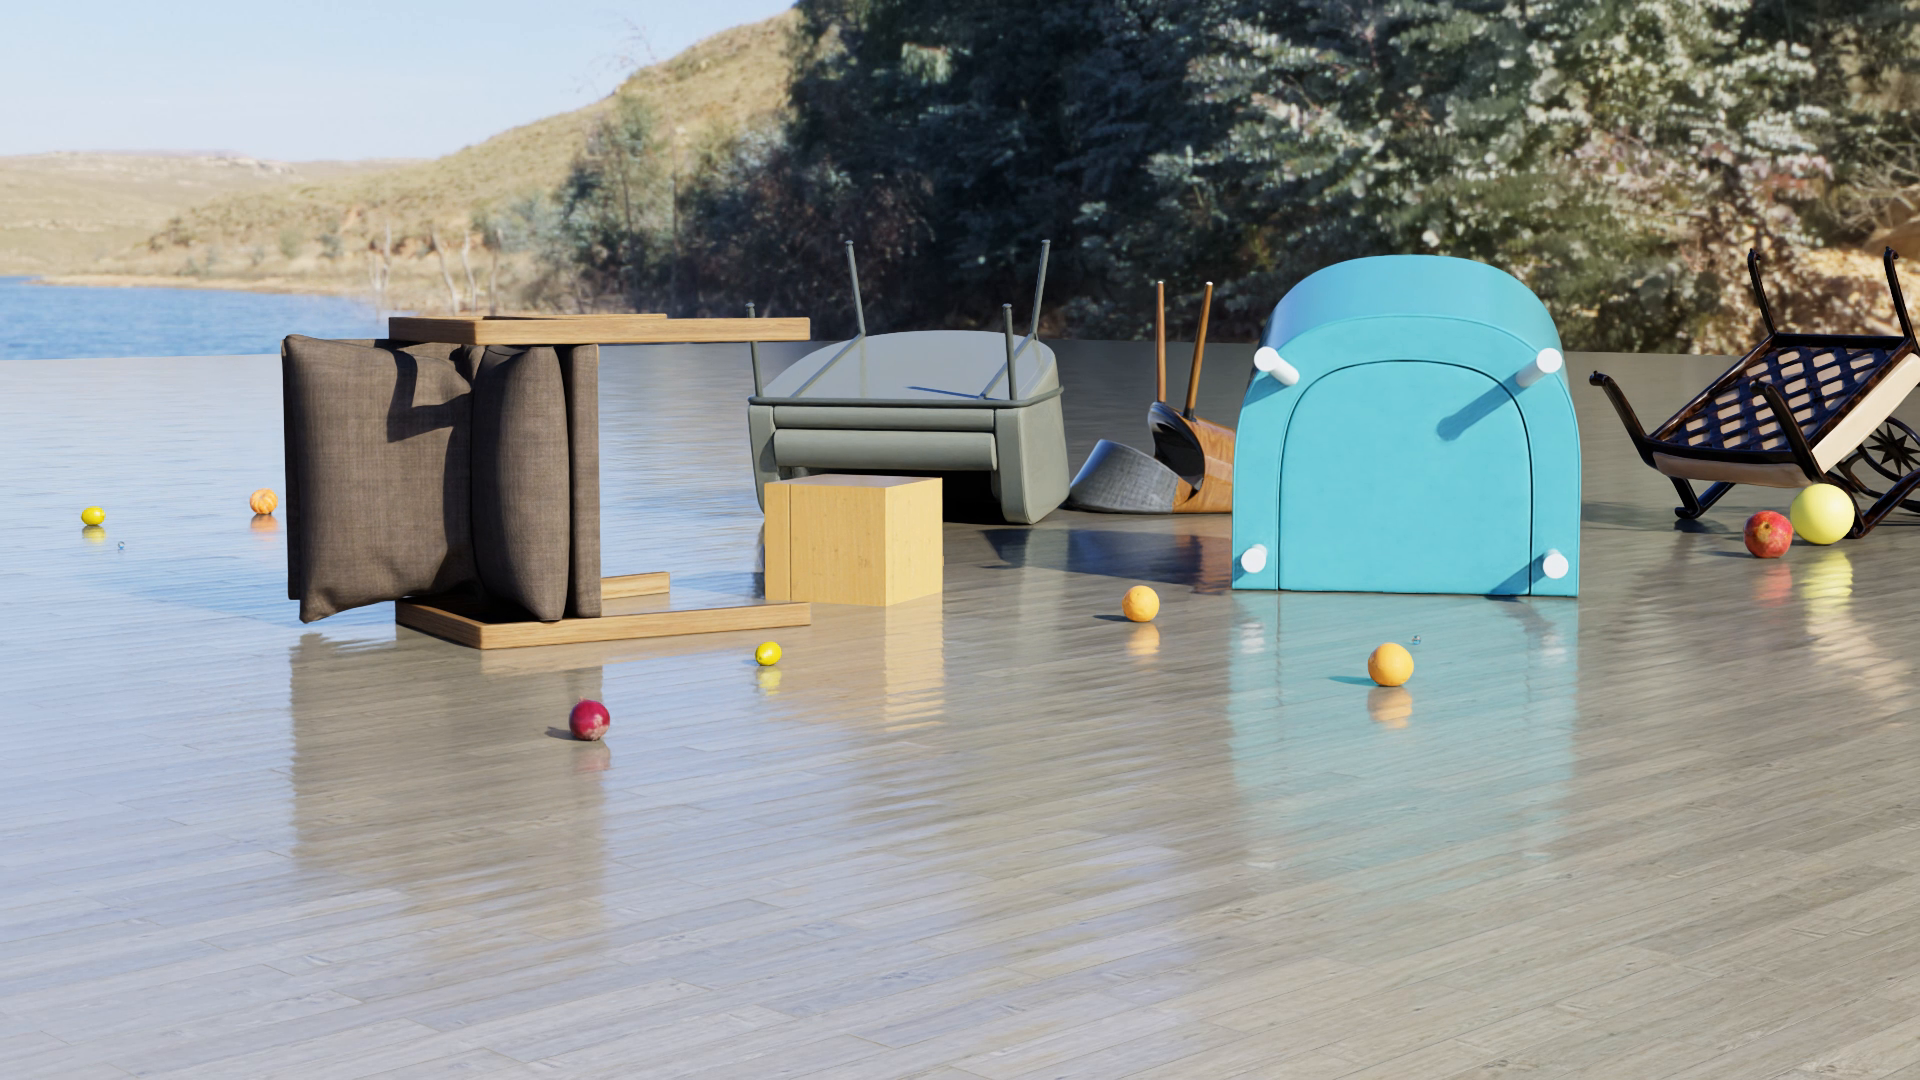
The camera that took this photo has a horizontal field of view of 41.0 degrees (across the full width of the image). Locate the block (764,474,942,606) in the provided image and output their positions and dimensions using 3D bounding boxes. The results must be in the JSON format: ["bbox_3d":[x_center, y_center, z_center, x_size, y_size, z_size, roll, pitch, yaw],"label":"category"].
[{"bbox_3d":[-0.217,-0.004,5.291,0.273,0.238,0.271,3,6,24],"label":"block"}]

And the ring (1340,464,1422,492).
[{"bbox_3d":[1.293,-0.190,7.895,0.285,0.075,0.203,-5,6,-32],"label":"ring"}]

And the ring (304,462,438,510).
[{"bbox_3d":[-1.681,-0.154,7.326,0.380,0.114,0.207,-2,14,-8],"label":"ring"}]

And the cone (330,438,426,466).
[{"bbox_3d":[-1.724,-0.162,7.529,0.309,0.206,0.160,-26,-19,-30],"label":"cone"}]

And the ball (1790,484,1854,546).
[{"bbox_3d":[2.113,-0.063,6.288,0.150,0.150,0.150,0,6,0],"label":"ball"}]

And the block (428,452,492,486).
[{"bbox_3d":[-1.592,-0.229,8.178,0.131,0.094,0.158,3,7,28],"label":"block"}]

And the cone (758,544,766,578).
[{"bbox_3d":[-0.389,0.073,5.460,0.118,0.105,0.158,2,25,9],"label":"cone"}]
